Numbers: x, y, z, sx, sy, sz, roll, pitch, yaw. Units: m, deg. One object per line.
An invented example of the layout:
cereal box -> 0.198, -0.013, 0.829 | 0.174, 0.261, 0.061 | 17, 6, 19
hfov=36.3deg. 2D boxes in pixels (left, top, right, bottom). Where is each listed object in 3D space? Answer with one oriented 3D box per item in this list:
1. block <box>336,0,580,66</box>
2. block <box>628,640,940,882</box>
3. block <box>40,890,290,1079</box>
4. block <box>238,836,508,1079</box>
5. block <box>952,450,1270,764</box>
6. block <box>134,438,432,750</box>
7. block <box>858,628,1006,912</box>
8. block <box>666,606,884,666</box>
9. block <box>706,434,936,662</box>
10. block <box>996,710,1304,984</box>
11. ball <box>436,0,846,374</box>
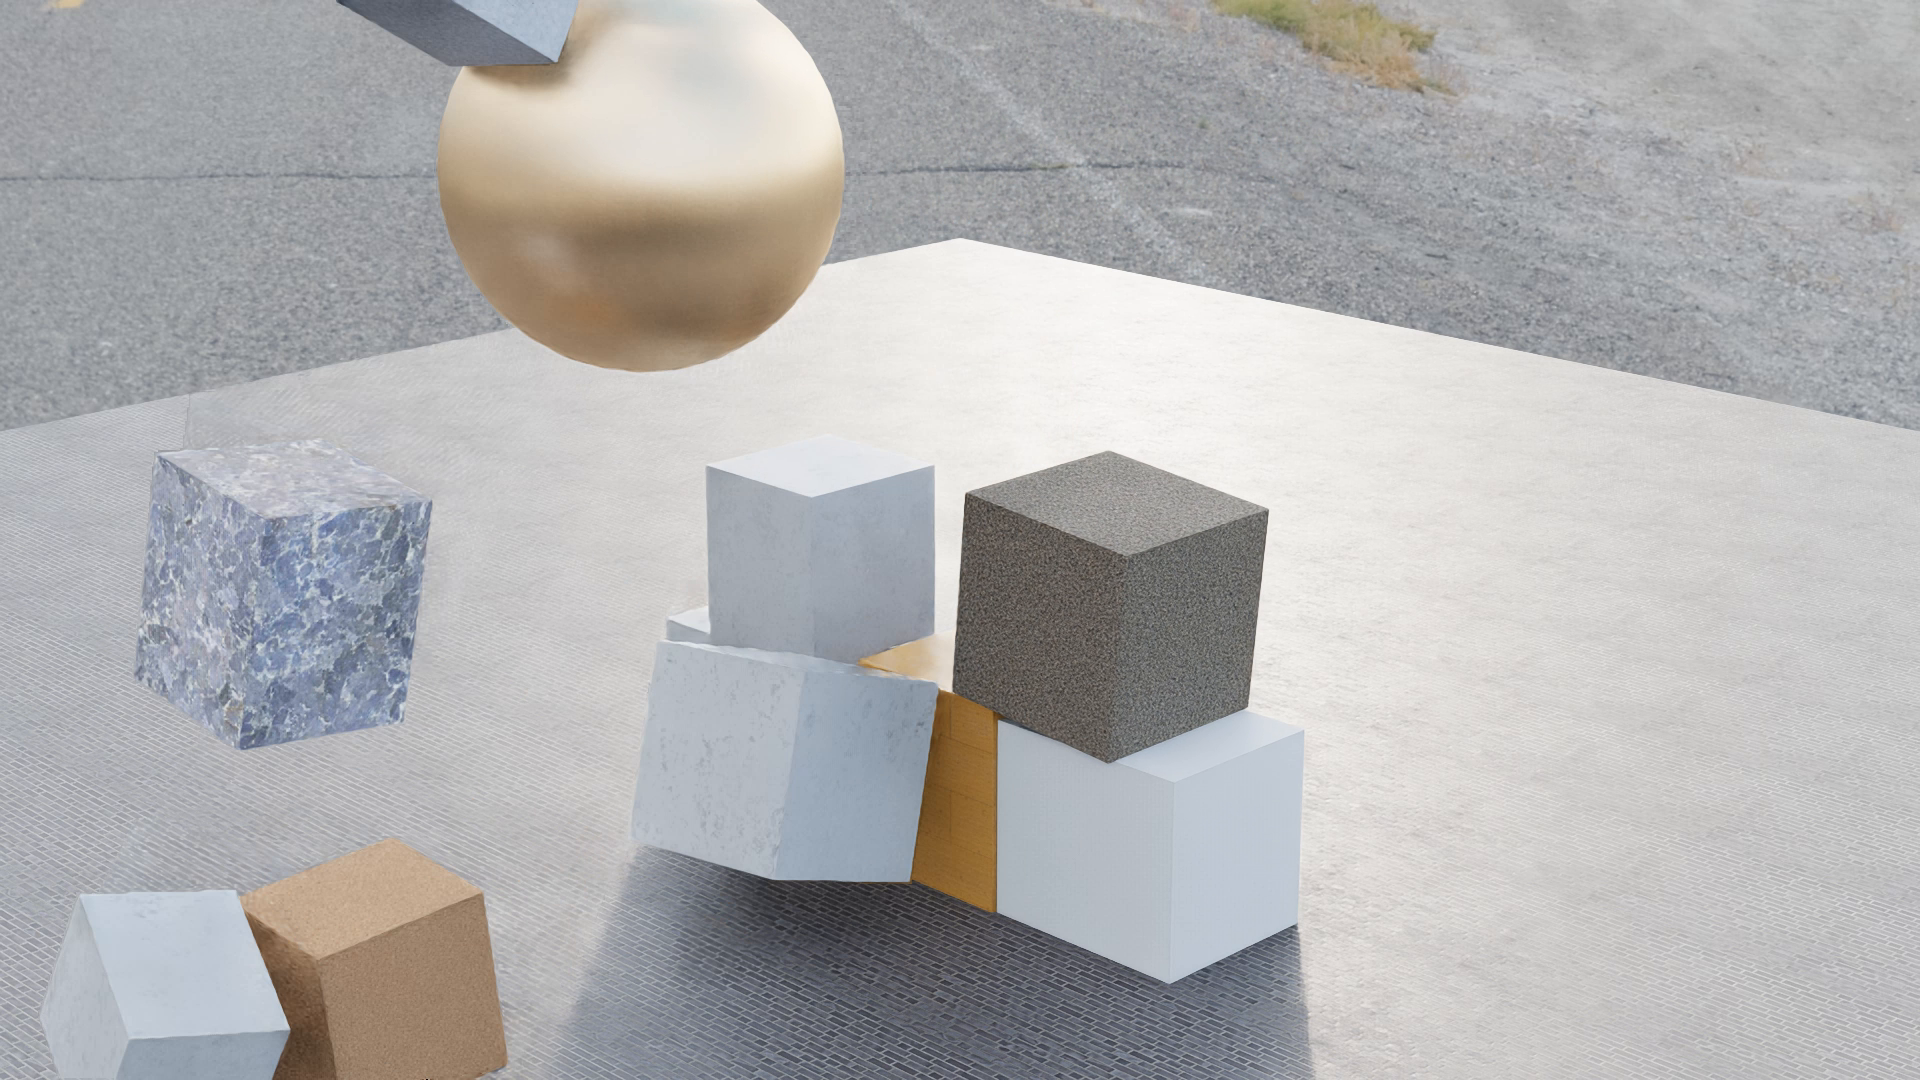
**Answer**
block -> -1.829, -2.236, 10.835 | 0.694, 0.724, 0.674 | 8, -14, 46
block -> -0.778, 0.973, 12.922 | 0.953, 0.889, 0.824 | 9, 1, 43
block -> -2.965, 1.795, 10.910 | 0.601, 0.626, 0.741 | 3, 36, -35
block -> -2.302, 1.729, 11.460 | 0.717, 0.763, 0.695 | -20, 26, -35
block -> 0.647, 0.267, 12.744 | 0.925, 0.937, 0.929 | 22, 28, 40
block -> -2.496, 0.183, 10.792 | 0.716, 0.880, 0.709 | 26, 23, 39
block -> 0.156, 1.010, 13.501 | 0.889, 0.978, 0.861 | -17, 24, -42
block -> -0.912, 0.772, 14.538 | 0.751, 0.810, 0.768 | -17, 24, -42
block -> -0.666, 0.048, 14.071 | 0.784, 0.851, 0.761 | -16, 24, -42
block -> 0.828, 1.239, 12.876 | 0.859, 0.916, 1.019 | -17, 24, -42
ball -> -1.253, -1.460, 11.569 | 1.600, 1.600, 1.600 | 0, 17, 0
